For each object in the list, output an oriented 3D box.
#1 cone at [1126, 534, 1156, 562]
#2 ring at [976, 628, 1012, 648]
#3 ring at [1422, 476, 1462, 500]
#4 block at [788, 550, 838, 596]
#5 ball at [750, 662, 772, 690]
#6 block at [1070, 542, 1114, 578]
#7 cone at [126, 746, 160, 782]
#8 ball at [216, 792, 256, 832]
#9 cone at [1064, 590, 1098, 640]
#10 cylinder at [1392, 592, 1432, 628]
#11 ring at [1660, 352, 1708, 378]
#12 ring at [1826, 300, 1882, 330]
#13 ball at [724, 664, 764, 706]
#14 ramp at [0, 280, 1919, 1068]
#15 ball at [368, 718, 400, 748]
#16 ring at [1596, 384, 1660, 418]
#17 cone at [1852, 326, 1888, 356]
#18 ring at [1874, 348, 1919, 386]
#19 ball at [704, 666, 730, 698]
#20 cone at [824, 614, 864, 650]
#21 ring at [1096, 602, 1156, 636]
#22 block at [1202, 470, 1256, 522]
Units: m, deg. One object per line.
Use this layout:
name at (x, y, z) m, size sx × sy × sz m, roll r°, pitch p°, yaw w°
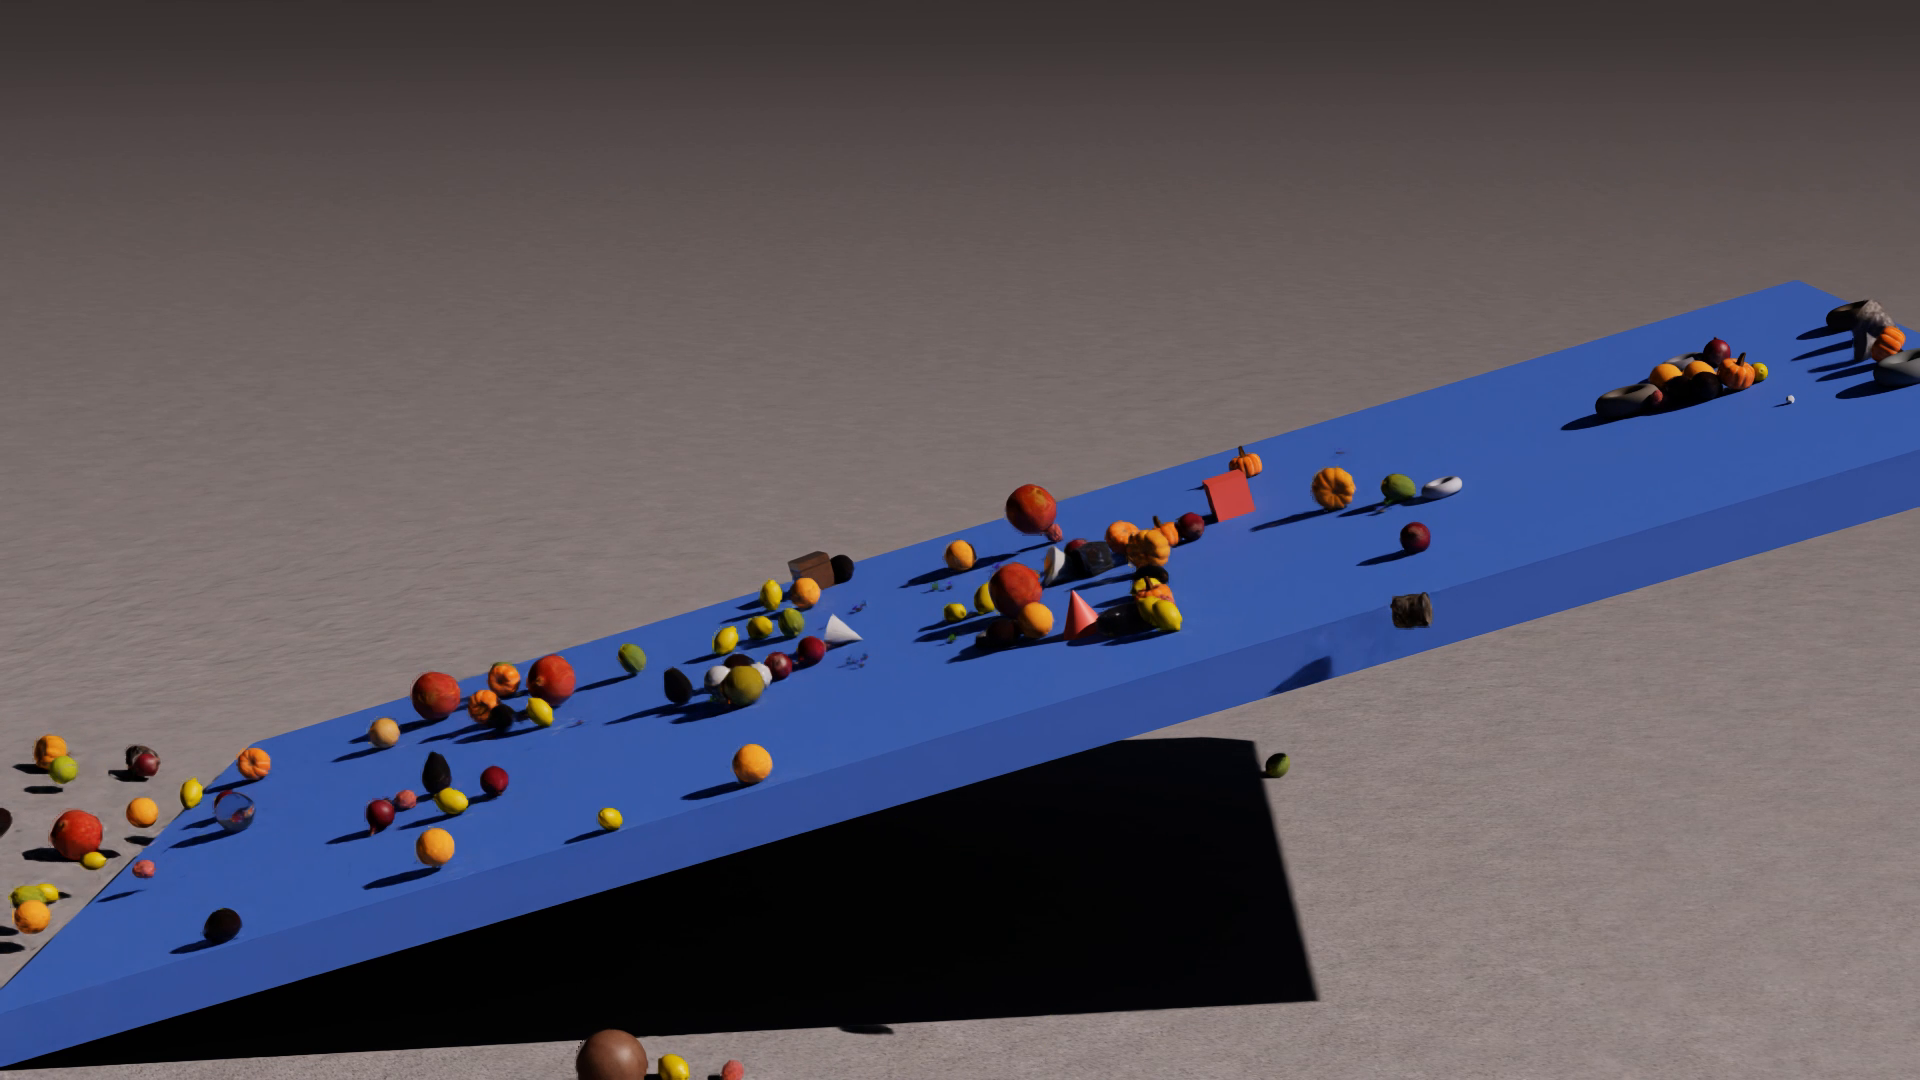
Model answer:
cone at (0.394, 0.021, 6.316) m, size 0.063 × 0.063 × 0.063 m, roll 8°, pitch 10°, yaw -7°
ring at (0.069, 0.197, 5.939) m, size 0.077 × 0.026 × 0.077 m, roll -16°, pitch 11°, yaw 3°
ring at (0.983, -0.106, 6.000) m, size 0.086 × 0.029 × 0.086 m, roll -18°, pitch 10°, yaw 3°
block at (-0.358, 0.080, 7.125) m, size 0.080 × 0.080 × 0.080 m, roll -21°, pitch 11°, yaw -19°
ball at (-0.426, 0.288, 6.190) m, size 0.060 × 0.060 × 0.060 m, roll 0°, pitch 11°, yaw 0°
block at (0.283, 0.041, 6.307) m, size 0.060 × 0.060 × 0.060 m, roll -23°, pitch 12°, yaw -29°
cone at (-2.098, 0.586, 7.494) m, size 0.090 × 0.090 × 0.090 m, roll 2°, pitch 38°, yaw 9°
ball at (-1.586, 0.596, 6.440) m, size 0.086 × 0.086 × 0.086 m, roll 0°, pitch 11°, yaw 0°
cone at (0.233, 0.138, 5.786) m, size 0.091 × 0.091 × 0.091 m, roll -17°, pitch 10°, yaw 3°
cylinder at (0.796, 0.124, 5.180) m, size 0.057 × 0.057 × 0.057 m, roll -8°, pitch 7°, yaw 23°
ring at (1.586, -0.384, 6.443) m, size 0.103 × 0.034 × 0.103 m, roll -18°, pitch 9°, yaw 3°
ring at (1.941, -0.489, 6.384) m, size 0.121 × 0.040 × 0.121 m, roll -16°, pitch 9°, yaw 3°
ball at (-0.448, 0.301, 6.092) m, size 0.084 × 0.084 × 0.084 m, roll 0°, pitch 11°, yaw 0°
ramp at (0.097, 0.184, 6.314) m, size 4.000 × 0.100 × 2.000 m, roll -17°, pitch 10°, yaw 5°
ball at (-1.339, 0.450, 6.844) m, size 0.071 × 0.071 × 0.071 m, roll 0°, pitch 11°, yaw 0°
ring at (1.413, -0.294, 6.222) m, size 0.139 × 0.046 × 0.139 m, roll -16°, pitch 10°, yaw 3°
cone at (1.872, -0.391, 6.011) m, size 0.067 × 0.067 × 0.067 m, roll 31°, pitch 15°, yaw 4°
ring at (1.845, -0.335, 5.714) m, size 0.139 × 0.046 × 0.139 m, roll -18°, pitch 11°, yaw 4°
ball at (-0.507, 0.298, 6.207) m, size 0.067 × 0.067 × 0.067 m, roll 0°, pitch 11°, yaw 0°
cone at (-0.246, 0.208, 6.384) m, size 0.078 × 0.078 × 0.078 m, roll 12°, pitch 13°, yaw 11°
ring at (0.323, 0.153, 5.703) m, size 0.123 × 0.041 × 0.123 m, roll -16°, pitch 11°, yaw 3°
block at (0.590, -0.098, 6.458) m, size 0.085 × 0.085 × 0.085 m, roll -18°, pitch 10°, yaw -2°
